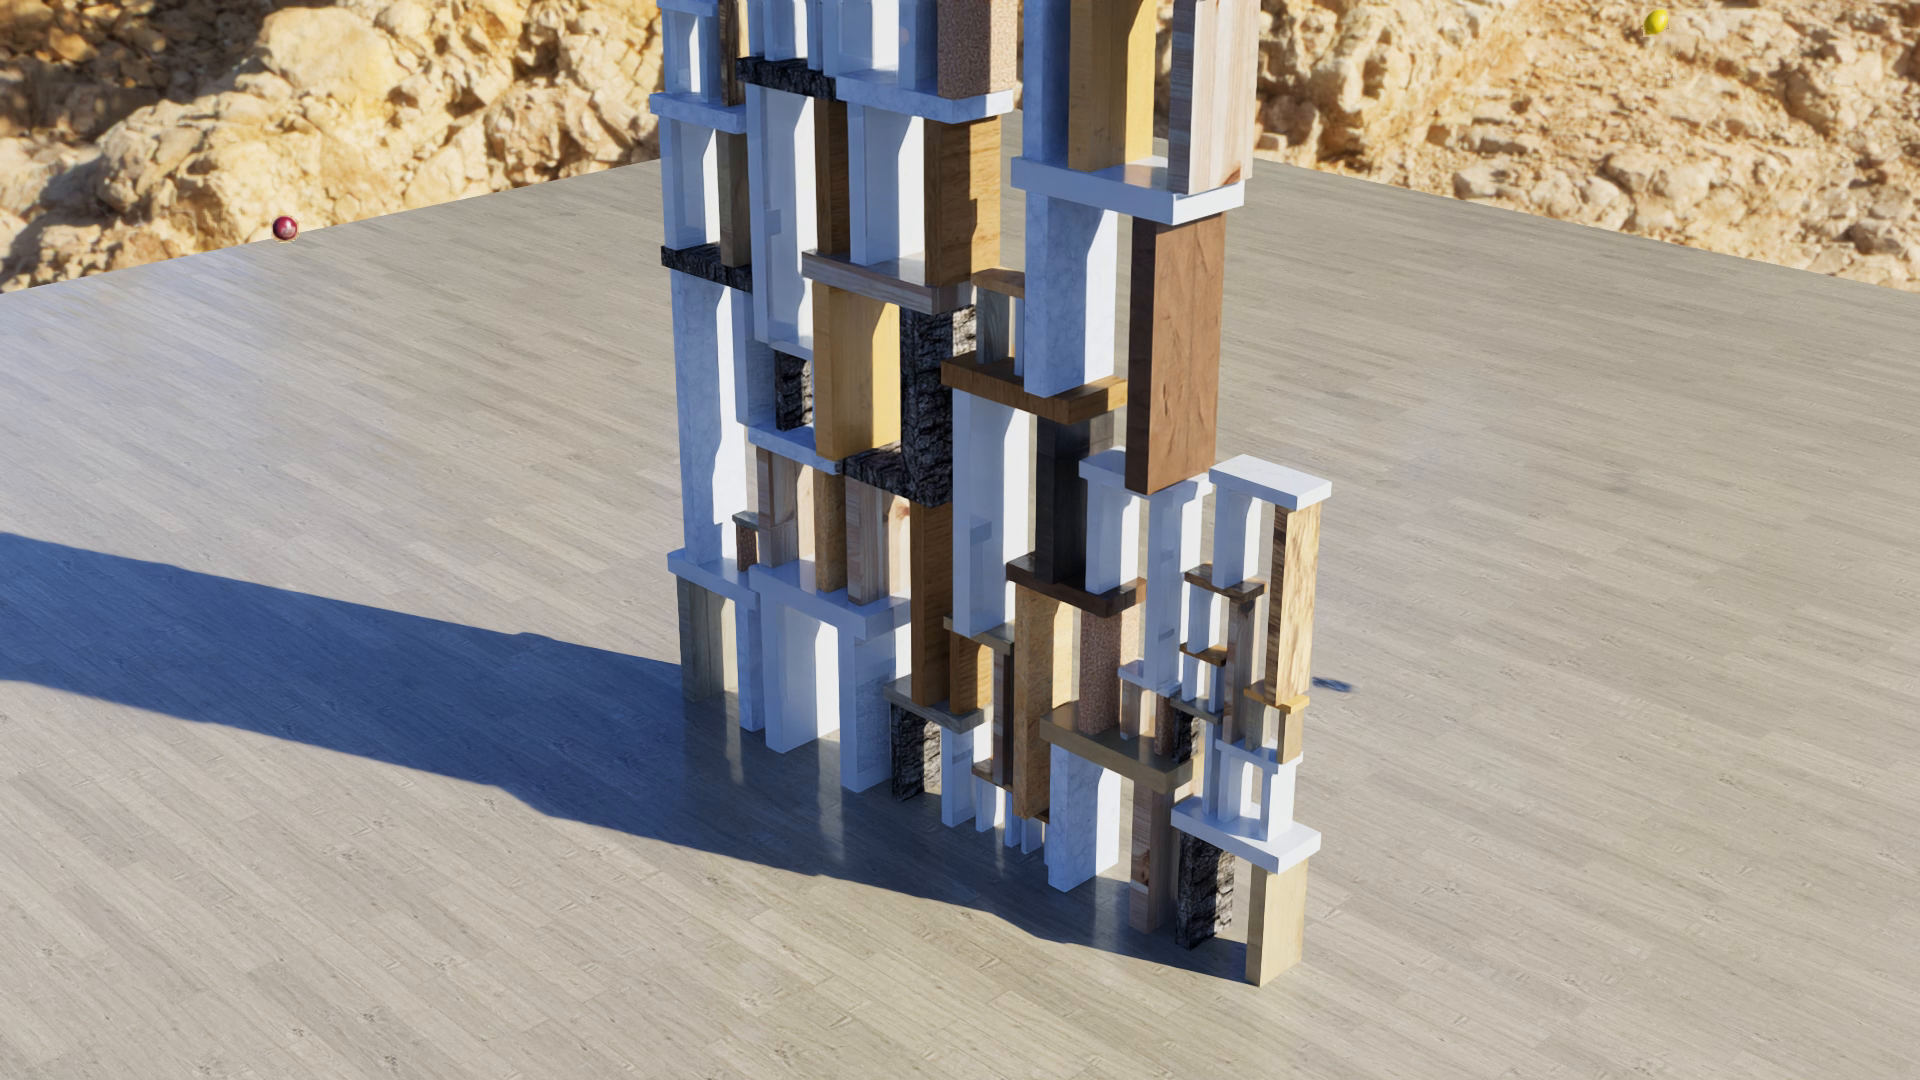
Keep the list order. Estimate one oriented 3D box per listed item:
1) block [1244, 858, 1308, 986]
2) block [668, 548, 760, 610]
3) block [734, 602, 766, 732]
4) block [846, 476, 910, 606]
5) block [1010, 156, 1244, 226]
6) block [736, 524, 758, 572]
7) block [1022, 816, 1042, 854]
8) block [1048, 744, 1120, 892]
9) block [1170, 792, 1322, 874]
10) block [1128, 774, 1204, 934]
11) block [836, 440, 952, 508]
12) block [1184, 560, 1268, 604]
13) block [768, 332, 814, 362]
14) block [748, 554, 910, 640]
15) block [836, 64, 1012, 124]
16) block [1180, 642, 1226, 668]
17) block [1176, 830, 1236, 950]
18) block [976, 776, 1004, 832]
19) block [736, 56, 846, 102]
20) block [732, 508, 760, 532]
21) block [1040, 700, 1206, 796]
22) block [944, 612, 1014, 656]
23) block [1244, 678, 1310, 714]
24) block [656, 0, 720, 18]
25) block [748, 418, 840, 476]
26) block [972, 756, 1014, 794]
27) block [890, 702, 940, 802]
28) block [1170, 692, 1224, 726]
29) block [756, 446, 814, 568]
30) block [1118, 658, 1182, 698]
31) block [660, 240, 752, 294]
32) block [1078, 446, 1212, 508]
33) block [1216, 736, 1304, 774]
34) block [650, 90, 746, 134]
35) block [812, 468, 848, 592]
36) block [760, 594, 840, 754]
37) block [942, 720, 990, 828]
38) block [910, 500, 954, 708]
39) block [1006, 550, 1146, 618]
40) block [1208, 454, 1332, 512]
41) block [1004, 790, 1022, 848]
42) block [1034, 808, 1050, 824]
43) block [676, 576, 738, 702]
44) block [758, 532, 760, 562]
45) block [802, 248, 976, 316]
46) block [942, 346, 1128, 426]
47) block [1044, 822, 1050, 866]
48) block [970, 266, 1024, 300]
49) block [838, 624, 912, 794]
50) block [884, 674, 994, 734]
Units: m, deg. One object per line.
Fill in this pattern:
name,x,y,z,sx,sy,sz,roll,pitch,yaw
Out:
block,0.562,0.660,3.897,0.034,0.240,0.120,21,31,41
block,-0.484,0.069,4.778,0.299,0.042,0.149,21,31,41
block,-0.413,0.254,4.780,0.042,0.299,0.149,21,31,41
block,-0.164,-0.016,4.401,0.136,0.272,0.039,-21,31,-41
block,0.276,-0.598,3.663,0.179,0.051,0.358,-22,31,-40
block,-0.454,0.009,4.726,0.016,0.111,0.055,21,31,41
block,0.141,0.566,4.310,0.046,0.092,0.013,-21,31,-41
block,0.238,0.503,4.185,0.043,0.305,0.153,21,31,41
block,0.505,0.512,3.896,0.240,0.034,0.120,21,31,41
block,0.382,0.559,4.053,0.043,0.305,0.153,21,31,41
block,-0.101,-0.134,4.281,0.136,0.039,0.272,-21,31,-41
block,0.455,0.071,3.761,0.065,0.018,0.130,-21,31,-41
block,-0.294,-0.386,4.387,0.170,0.024,0.085,21,31,41
block,-0.250,0.103,4.533,0.180,0.051,0.359,-21,31,-41
block,-0.066,-0.802,3.950,0.301,0.043,0.150,21,31,40
block,0.434,0.196,3.841,0.046,0.013,0.092,-21,31,-41
block,0.448,0.616,4.001,0.034,0.240,0.120,21,31,41
block,0.059,0.516,4.387,0.017,0.122,0.061,21,31,41
block,-0.273,-0.878,4.149,0.146,0.041,0.293,-21,31,-41
block,-0.428,-0.039,4.677,0.111,0.016,0.055,21,31,41
block,0.310,0.371,4.051,0.305,0.043,0.153,21,31,41
block,0.062,0.171,4.233,0.178,0.025,0.089,21,31,41
block,0.539,0.267,3.751,0.101,0.014,0.050,21,31,41
block,-0.512,-1.058,4.337,0.169,0.024,0.085,20,30,39
block,-0.295,-0.199,4.460,0.131,0.037,0.263,-21,31,-41
block,0.088,0.463,4.334,0.061,0.017,0.122,-21,31,-40
block,-0.090,0.416,4.500,0.031,0.218,0.109,21,31,41
block,0.430,0.294,3.880,0.108,0.015,0.054,21,31,41
block,-0.357,-0.085,4.575,0.131,0.263,0.037,-21,31,-40
block,0.349,0.247,3.955,0.060,0.017,0.121,-22,31,-40
block,-0.464,-0.566,4.488,0.288,0.041,0.144,21,31,41
block,0.322,-0.111,3.830,0.213,0.030,0.107,21,31,41
block,0.519,0.365,3.821,0.138,0.020,0.069,21,31,41
block,-0.480,-0.859,4.380,0.272,0.039,0.136,21,31,41
block,-0.234,-0.036,4.460,0.037,0.263,0.131,21,31,41
block,-0.335,0.259,4.691,0.180,0.359,0.051,-21,31,-40
block,0.012,0.457,4.406,0.031,0.218,0.109,21,31,41
block,-0.035,0.108,4.315,0.039,0.433,0.136,21,31,41
block,0.215,0.074,4.025,0.245,0.035,0.122,21,31,40
block,0.511,-0.096,3.631,0.183,0.026,0.091,21,31,41
block,0.117,0.539,4.334,0.017,0.122,0.061,21,31,41
block,0.163,0.526,4.269,0.092,0.013,0.046,21,31,41
block,-0.554,0.199,4.910,0.042,0.299,0.149,21,31,41
block,-0.402,0.029,4.678,0.016,0.111,0.055,21,31,41
block,-0.114,-0.501,4.127,0.354,0.050,0.177,21,31,40
block,0.132,-0.284,3.963,0.314,0.044,0.157,21,31,40
block,0.184,0.583,4.270,0.013,0.092,0.046,21,31,41
block,0.096,-0.458,3.919,0.072,0.020,0.144,-22,31,-40
block,-0.166,0.325,4.536,0.180,0.359,0.051,-21,31,-41
block,-0.039,0.322,4.405,0.218,0.031,0.109,21,31,41
